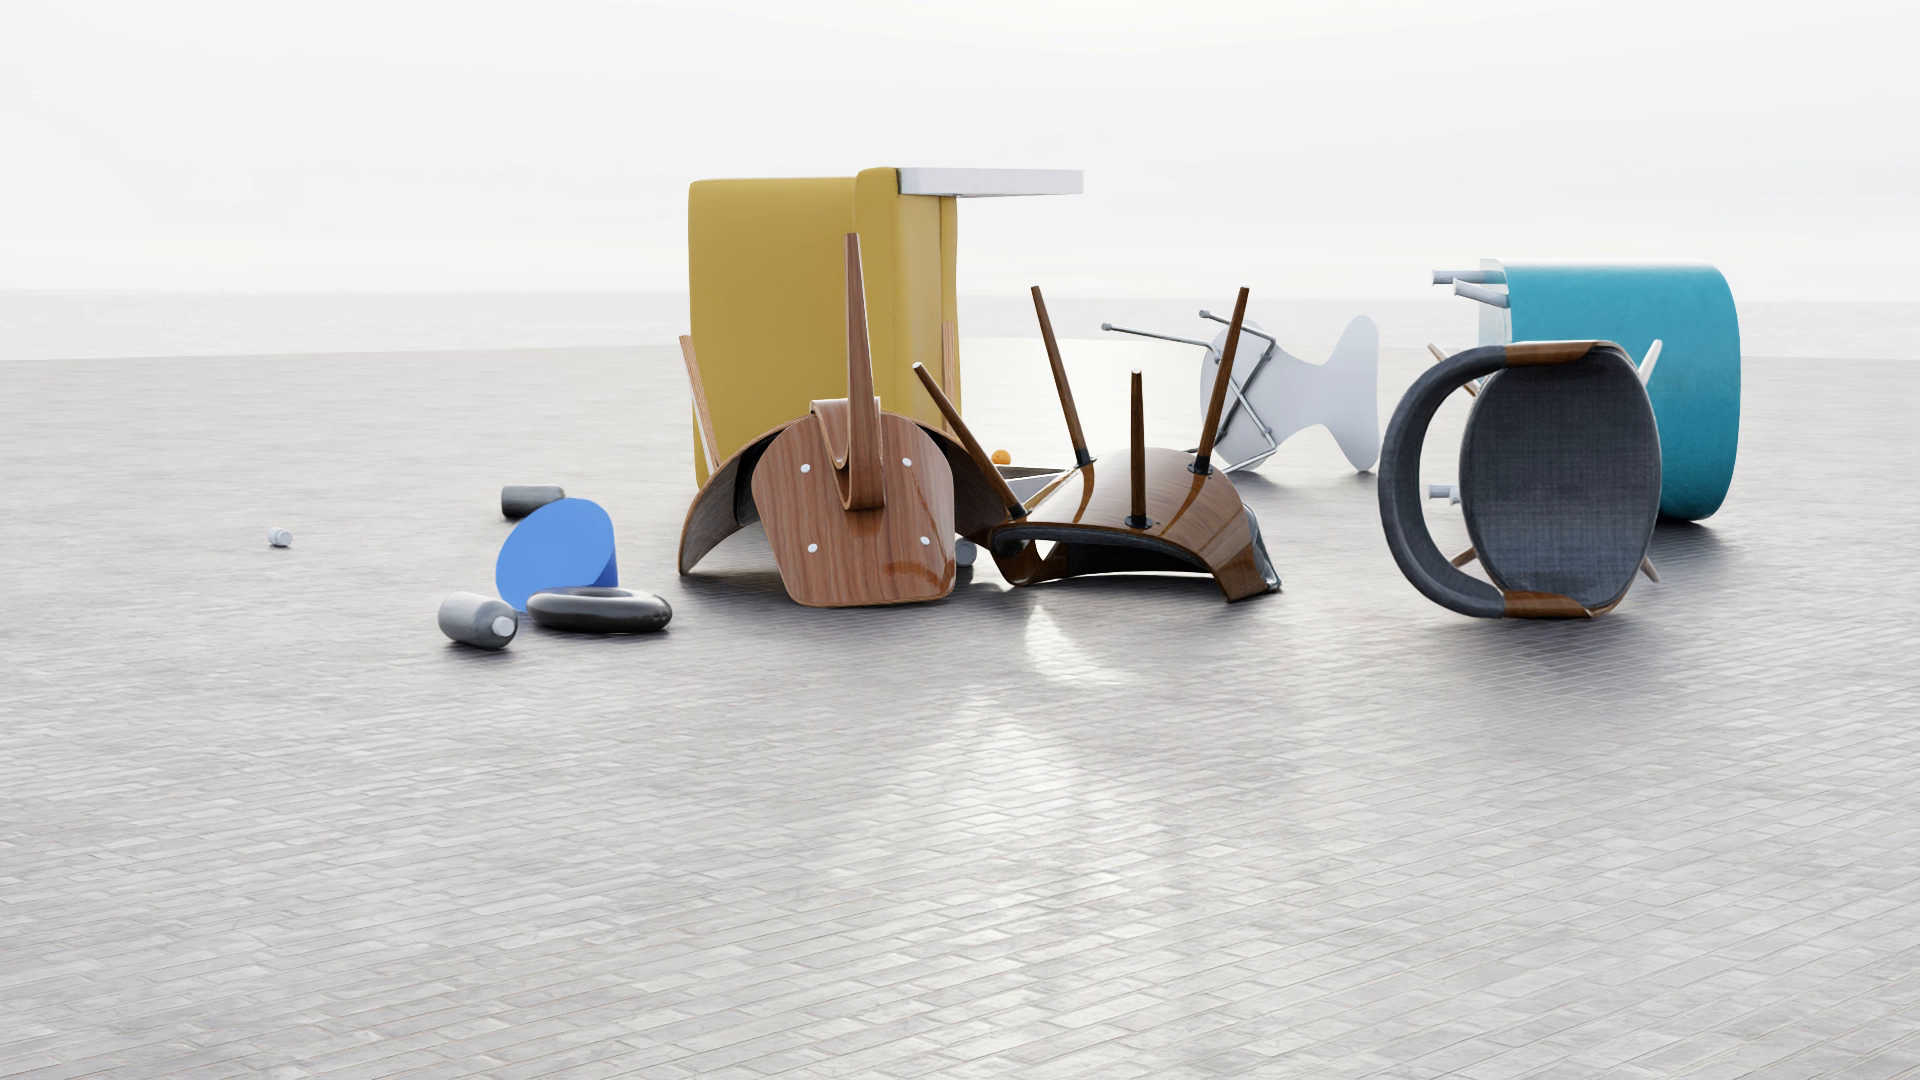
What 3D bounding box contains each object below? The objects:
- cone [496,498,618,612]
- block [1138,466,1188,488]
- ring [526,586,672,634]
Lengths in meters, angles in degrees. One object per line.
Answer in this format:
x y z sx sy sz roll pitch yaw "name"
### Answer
-0.750 0.073 5.167 0.272 0.222 0.271 -31 -27 9 "cone"
0.638 -0.200 8.083 0.107 0.055 0.121 -4 7 -35 "block"
-0.680 0.131 4.828 0.330 0.066 0.209 5 7 38 "ring"
